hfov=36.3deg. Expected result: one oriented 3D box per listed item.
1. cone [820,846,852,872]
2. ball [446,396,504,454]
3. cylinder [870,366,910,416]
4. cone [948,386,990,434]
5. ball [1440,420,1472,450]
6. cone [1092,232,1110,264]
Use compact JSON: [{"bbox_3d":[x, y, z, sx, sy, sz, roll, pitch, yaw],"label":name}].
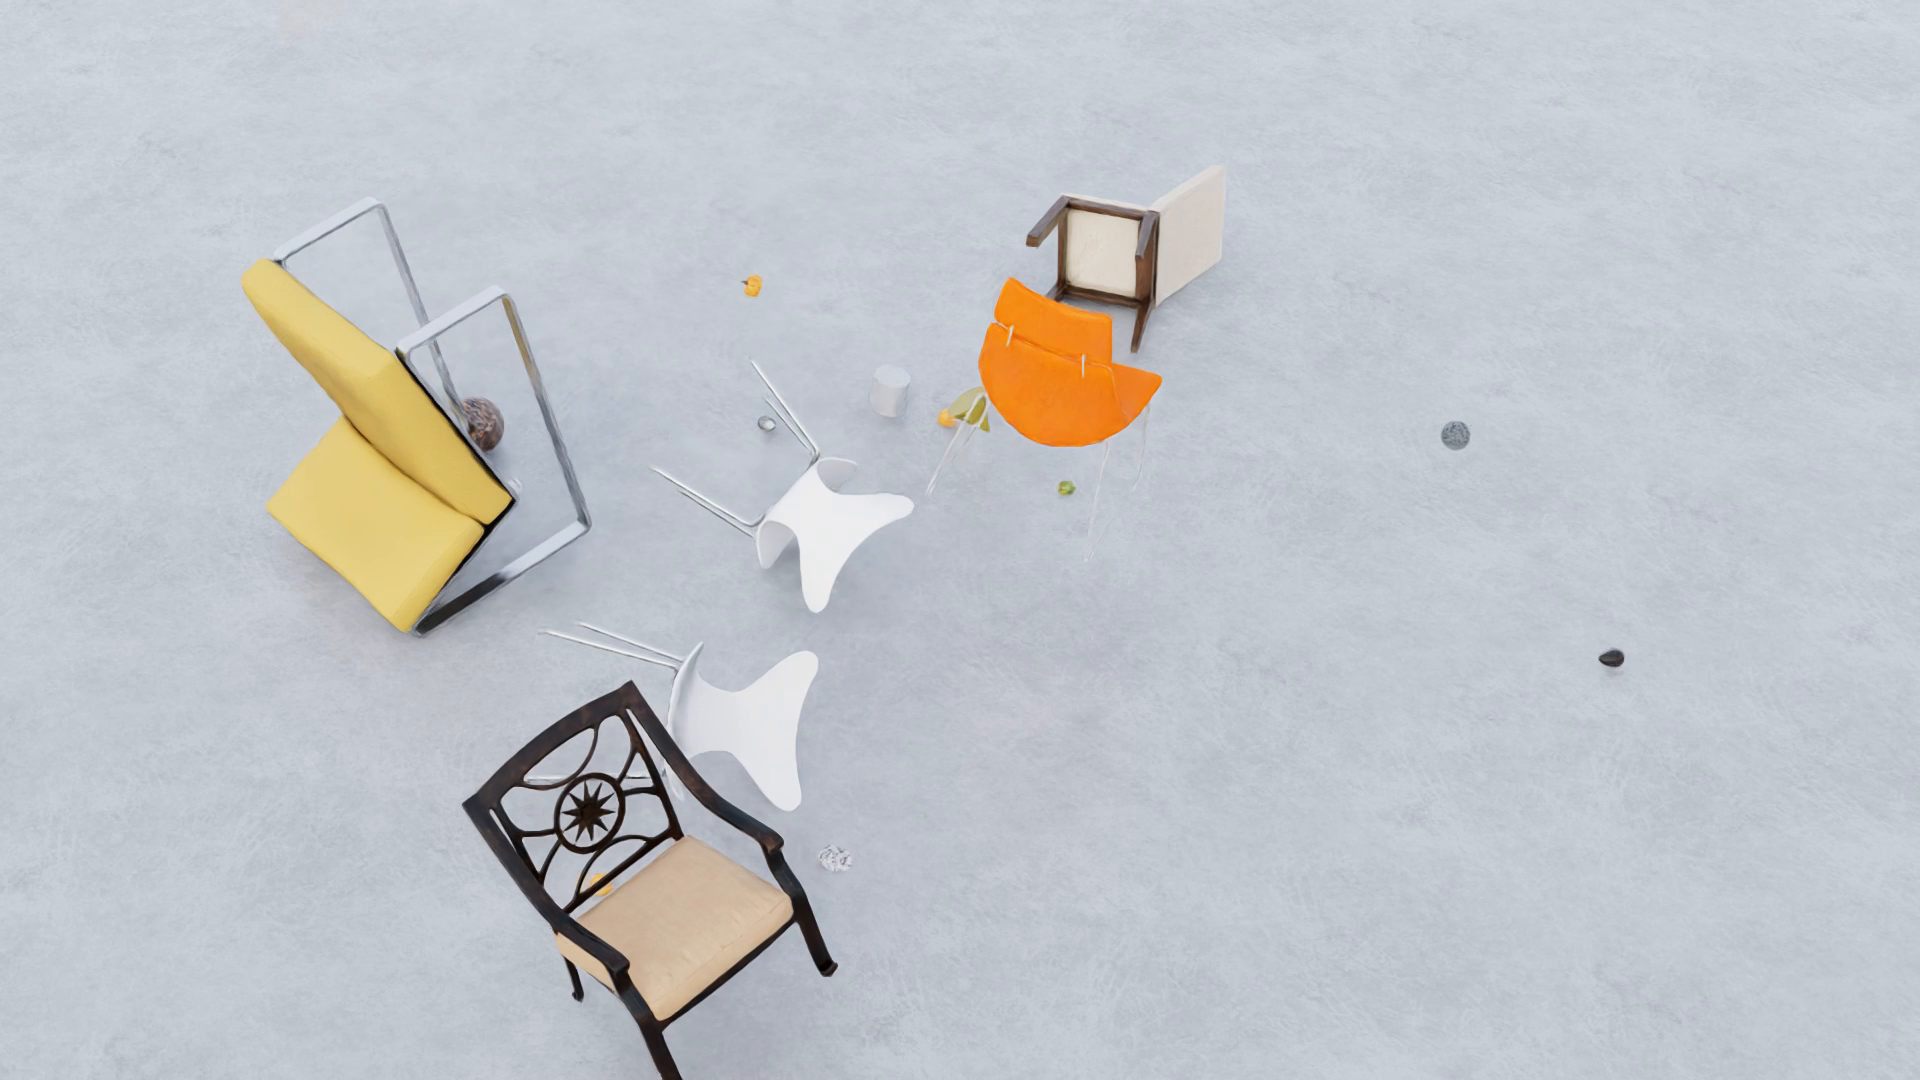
[{"bbox_3d":[-0.399,1.018,9.368,0.111,0.078,0.054,22,-8,-5],"label":"cone"},{"bbox_3d":[-1.888,-0.445,11.413,0.227,0.227,0.227,0,33,0],"label":"ball"},{"bbox_3d":[-0.278,-0.592,11.621,0.144,0.134,0.172,8,33,-6],"label":"cylinder"},{"bbox_3d":[0.071,-0.477,11.398,0.171,0.169,0.177,-1,42,54],"label":"cone"},{"bbox_3d":[1.883,-0.398,11.129,0.116,0.116,0.116,0,33,0],"label":"ball"},{"bbox_3d":[0.616,-1.286,12.767,0.092,0.142,0.074,17,37,24],"label":"cone"}]
